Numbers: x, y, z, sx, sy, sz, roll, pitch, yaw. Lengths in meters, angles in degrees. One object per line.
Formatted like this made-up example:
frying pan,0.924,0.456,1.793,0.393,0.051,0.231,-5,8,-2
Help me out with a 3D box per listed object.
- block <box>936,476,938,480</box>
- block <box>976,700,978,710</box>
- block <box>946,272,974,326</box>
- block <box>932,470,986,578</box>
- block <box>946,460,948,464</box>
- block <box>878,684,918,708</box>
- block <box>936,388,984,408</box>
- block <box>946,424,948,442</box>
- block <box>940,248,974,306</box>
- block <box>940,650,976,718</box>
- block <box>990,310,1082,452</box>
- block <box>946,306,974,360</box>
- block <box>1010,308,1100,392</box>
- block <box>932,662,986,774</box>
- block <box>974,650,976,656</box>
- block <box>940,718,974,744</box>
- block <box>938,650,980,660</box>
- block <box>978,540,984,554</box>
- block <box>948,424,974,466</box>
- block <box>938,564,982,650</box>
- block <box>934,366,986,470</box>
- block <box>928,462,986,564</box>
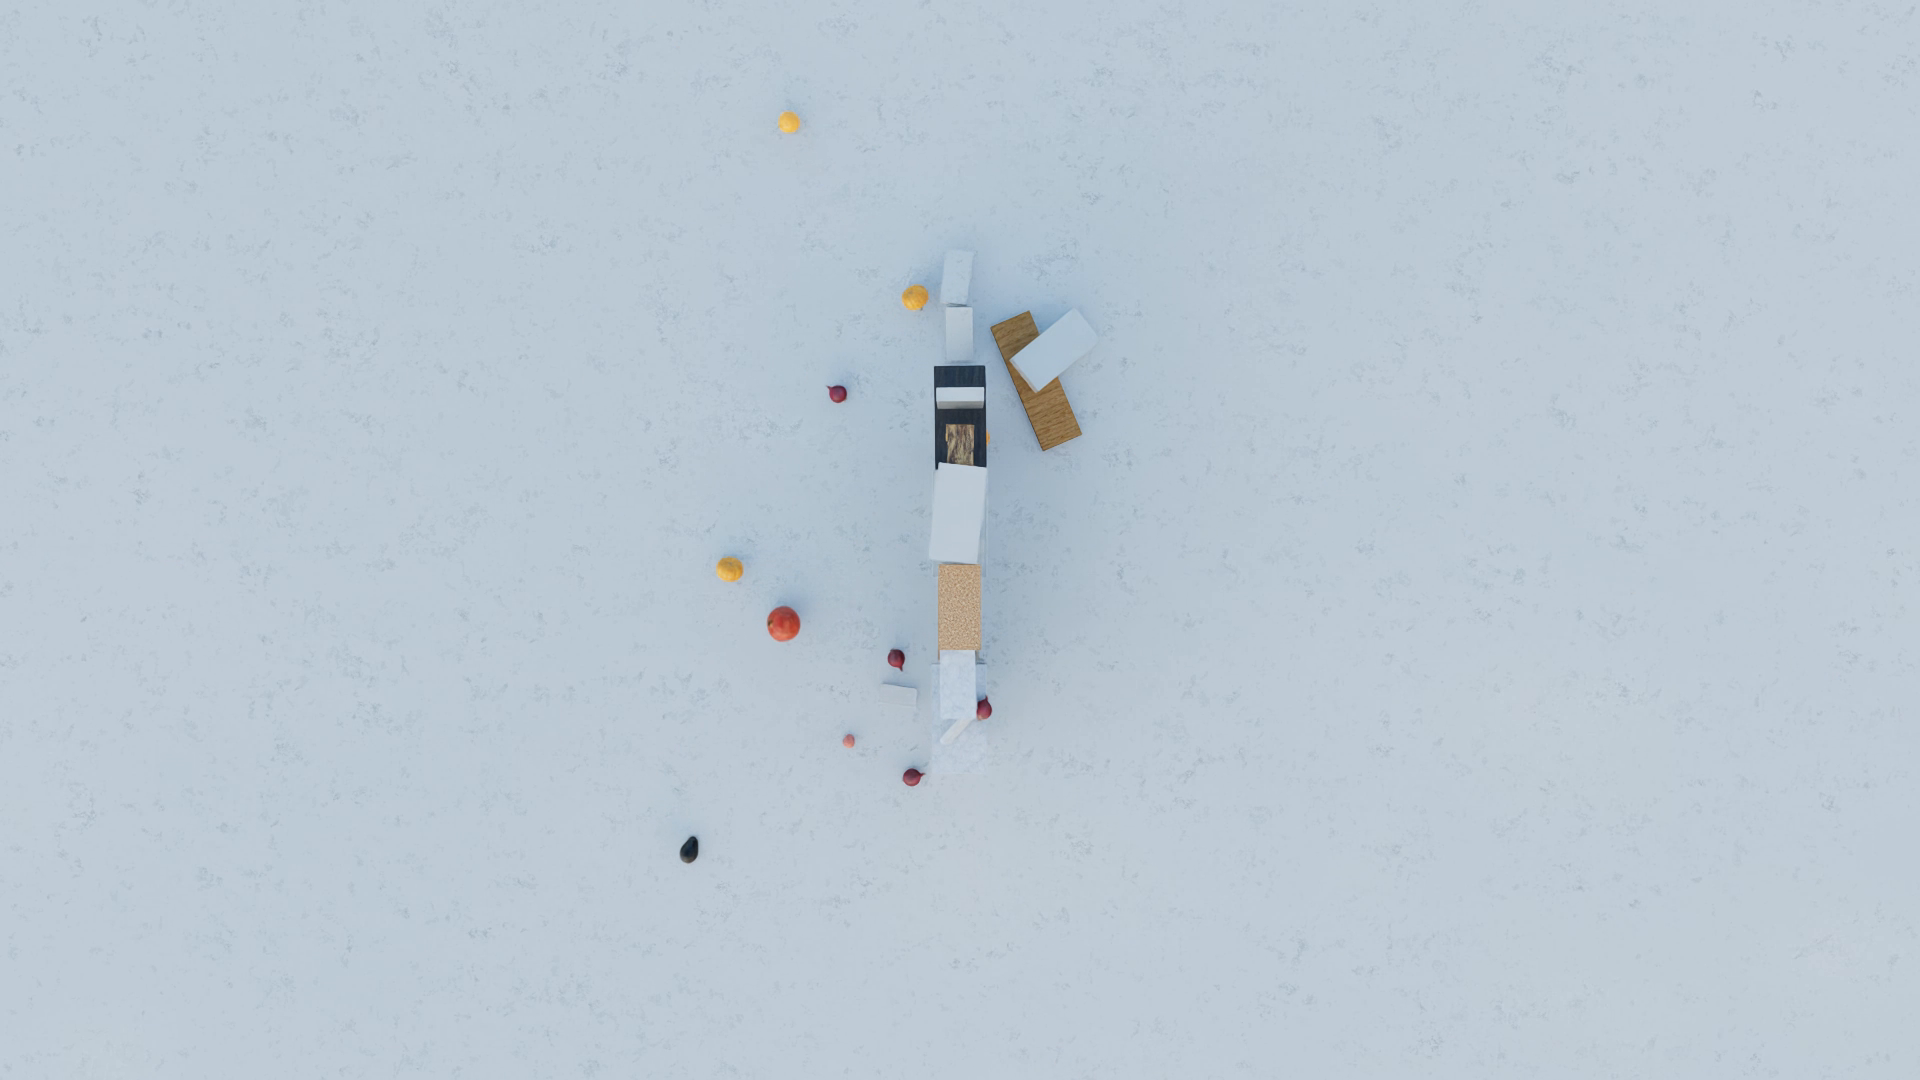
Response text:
block,0.002,-0.168,4.981,0.141,0.282,0.040,0,90,0
block,0.000,0.494,5.009,0.104,0.207,0.029,-6,90,0
block,-0.002,-0.798,5.488,0.088,0.025,0.176,-1,90,0
block,-0.001,-0.051,5.145,0.166,0.047,0.331,0,90,0
block,-0.001,-0.228,5.053,0.079,0.158,0.022,-1,103,0
block,-0.205,0.517,5.491,0.124,0.018,0.062,9,90,0
block,0.001,-0.429,4.992,0.140,0.280,0.040,-1,90,0
block,-0.004,-0.330,5.053,0.079,0.157,0.022,-1,105,0
block,-0.011,-0.870,5.463,0.088,0.025,0.176,8,90,0
block,-0.006,0.423,4.891,0.104,0.029,0.207,-1,90,0
block,0.253,-0.528,5.480,0.140,0.040,0.446,-23,90,0
block,-0.001,-0.684,5.468,0.088,0.025,0.176,-1,103,0
block,0.314,-0.627,5.446,0.280,0.040,0.140,-40,94,-13
block,-0.003,0.555,5.137,0.170,0.048,0.339,0,90,0
block,-0.002,0.359,5.054,0.103,0.297,0.029,0,89,0
block,-0.006,0.576,5.062,0.018,0.062,0.124,48,110,19
block,-0.005,0.250,5.221,0.130,0.037,0.260,0,90,0
block,0.001,0.019,4.981,0.141,0.282,0.040,0,90,0
block,0.002,-0.267,4.963,0.079,0.022,0.157,0,90,0
block,0.000,0.198,4.854,0.125,0.035,0.250,0,90,0
block,0.001,-0.382,5.155,0.161,0.046,0.322,-1,90,0
block,-0.007,-0.078,4.820,0.141,0.040,0.282,6,90,0
